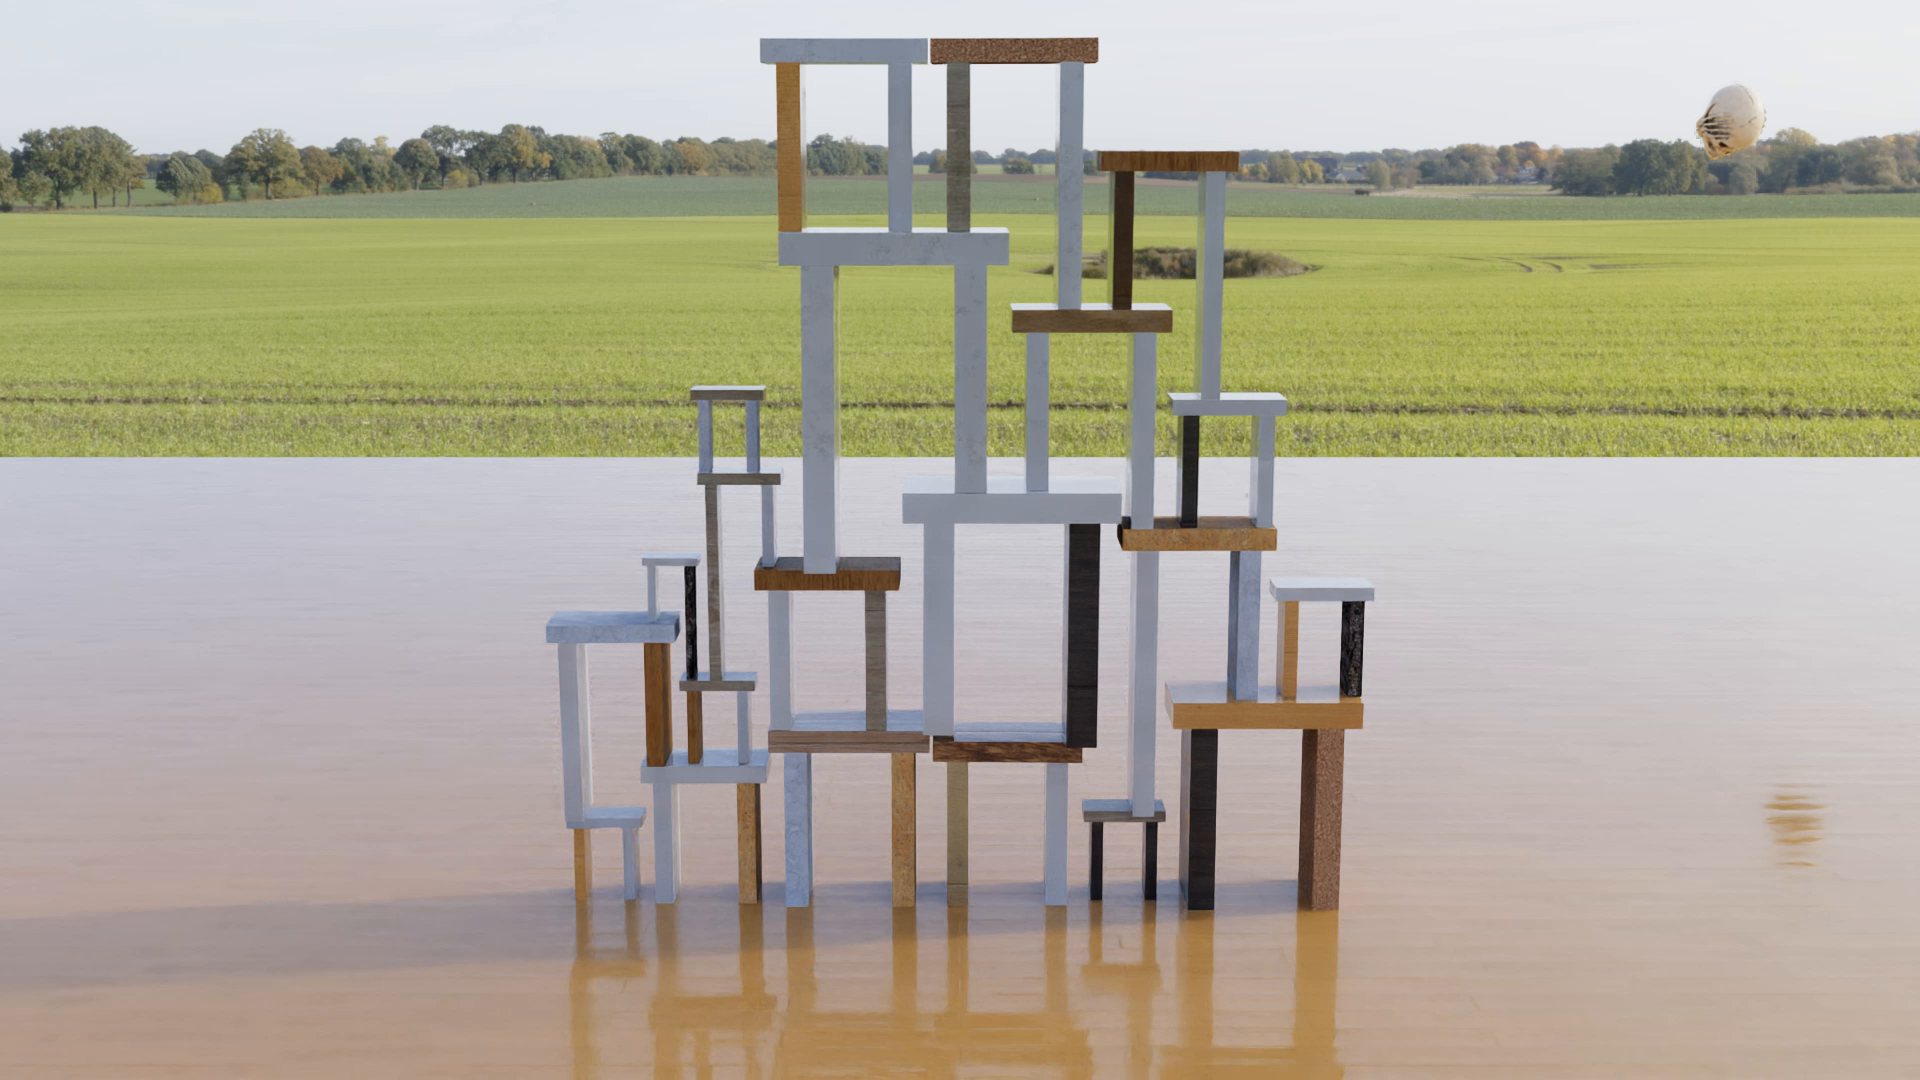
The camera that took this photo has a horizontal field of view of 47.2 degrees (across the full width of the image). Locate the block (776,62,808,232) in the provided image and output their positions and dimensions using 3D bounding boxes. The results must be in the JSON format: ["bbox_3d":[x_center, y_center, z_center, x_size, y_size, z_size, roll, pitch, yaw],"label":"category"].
[{"bbox_3d":[-0.263,-0.616,3.450,0.036,0.257,0.128,0,11,0],"label":"block"}]

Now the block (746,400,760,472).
[{"bbox_3d":[-0.332,-0.170,3.533,0.016,0.116,0.058,0,11,1],"label":"block"}]

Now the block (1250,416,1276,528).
[{"bbox_3d":[0.486,-0.116,3.536,0.026,0.180,0.090,0,11,0],"label":"block"}]

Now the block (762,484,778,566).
[{"bbox_3d":[-0.308,-0.029,3.557,0.019,0.133,0.067,0,11,0],"label":"block"}]

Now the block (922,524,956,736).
[{"bbox_3d":[-0.034,0.128,3.579,0.049,0.345,0.172,0,11,0],"label":"block"}]

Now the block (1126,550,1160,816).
[{"bbox_3d":[0.299,0.223,3.602,0.035,0.441,0.123,0,11,0],"label":"block"}]

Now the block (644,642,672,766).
[{"bbox_3d":[-0.495,0.258,3.611,0.029,0.206,0.103,0,11,0],"label":"block"}]

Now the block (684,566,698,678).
[{"bbox_3d":[-0.439,0.130,3.588,0.013,0.186,0.045,0,11,0],"label":"block"}]

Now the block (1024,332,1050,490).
[{"bbox_3d":[0.122,-0.212,3.516,0.035,0.250,0.125,0,11,0],"label":"block"}]

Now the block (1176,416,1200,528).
[{"bbox_3d":[0.366,-0.116,3.536,0.025,0.180,0.090,0,11,0],"label":"block"}]

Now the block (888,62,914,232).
[{"bbox_3d":[-0.093,-0.616,3.451,0.036,0.257,0.128,0,11,0],"label":"block"}]

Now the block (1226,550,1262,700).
[{"bbox_3d":[0.463,0.127,3.584,0.035,0.246,0.123,0,11,0],"label":"block"}]

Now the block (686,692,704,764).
[{"bbox_3d":[-0.435,0.300,3.612,0.017,0.122,0.061,0,11,0],"label":"block"}]

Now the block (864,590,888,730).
[{"bbox_3d":[-0.136,0.184,3.591,0.033,0.231,0.116,0,11,0],"label":"block"}]

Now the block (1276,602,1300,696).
[{"bbox_3d":[0.535,0.169,3.592,0.022,0.158,0.079,0,11,0],"label":"block"}]

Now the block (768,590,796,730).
[{"bbox_3d":[-0.290,0.184,3.591,0.033,0.231,0.116,0,11,0],"label":"block"}]

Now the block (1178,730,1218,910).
[{"bbox_3d":[0.394,0.440,3.639,0.043,0.305,0.153,0,11,0],"label":"block"}]

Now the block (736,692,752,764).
[{"bbox_3d":[-0.354,0.300,3.612,0.017,0.122,0.061,0,11,0],"label":"block"}]

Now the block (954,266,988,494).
[{"bbox_3d":[0.017,-0.265,3.511,0.050,0.356,0.178,0,11,0],"label":"block"}]

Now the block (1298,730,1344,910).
[{"bbox_3d":[0.597,0.440,3.639,0.043,0.305,0.153,0,11,0],"label":"block"}]

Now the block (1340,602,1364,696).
[{"bbox_3d":[0.640,0.169,3.592,0.022,0.158,0.079,0,11,0],"label":"block"}]

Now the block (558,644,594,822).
[{"bbox_3d":[-0.632,0.304,3.619,0.029,0.301,0.103,0,11,0],"label":"block"}]

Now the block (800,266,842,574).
[{"bbox_3d":[-0.221,-0.201,3.522,0.050,0.485,0.178,0,11,0],"label":"block"}]

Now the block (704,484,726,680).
[{"bbox_3d":[-0.397,0.064,3.574,0.019,0.321,0.067,0,11,0],"label":"block"}]

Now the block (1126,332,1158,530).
[{"bbox_3d":[0.290,-0.182,3.523,0.035,0.313,0.125,0,11,0],"label":"block"}]

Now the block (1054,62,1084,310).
[{"bbox_3d":[0.170,-0.556,3.455,0.036,0.378,0.129,0,11,-1],"label":"block"}]

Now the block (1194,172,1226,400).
[{"bbox_3d":[0.395,-0.405,3.486,0.030,0.355,0.106,0,11,-1],"label":"block"}]

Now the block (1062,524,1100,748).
[{"bbox_3d":[0.196,0.139,3.581,0.049,0.365,0.172,0,11,0],"label":"block"}]

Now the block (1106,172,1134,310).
[{"bbox_3d":[0.253,-0.475,3.472,0.030,0.212,0.106,0,11,-1],"label":"block"}]

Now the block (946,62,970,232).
[{"bbox_3d":[-0.002,-0.616,3.449,0.036,0.257,0.129,0,11,0],"label":"block"}]

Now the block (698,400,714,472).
[{"bbox_3d":[-0.409,-0.170,3.534,0.016,0.116,0.058,0,11,0],"label":"block"}]

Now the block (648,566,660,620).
[{"bbox_3d":[-0.499,0.082,3.578,0.013,0.091,0.045,0,11,-1],"label":"block"}]
